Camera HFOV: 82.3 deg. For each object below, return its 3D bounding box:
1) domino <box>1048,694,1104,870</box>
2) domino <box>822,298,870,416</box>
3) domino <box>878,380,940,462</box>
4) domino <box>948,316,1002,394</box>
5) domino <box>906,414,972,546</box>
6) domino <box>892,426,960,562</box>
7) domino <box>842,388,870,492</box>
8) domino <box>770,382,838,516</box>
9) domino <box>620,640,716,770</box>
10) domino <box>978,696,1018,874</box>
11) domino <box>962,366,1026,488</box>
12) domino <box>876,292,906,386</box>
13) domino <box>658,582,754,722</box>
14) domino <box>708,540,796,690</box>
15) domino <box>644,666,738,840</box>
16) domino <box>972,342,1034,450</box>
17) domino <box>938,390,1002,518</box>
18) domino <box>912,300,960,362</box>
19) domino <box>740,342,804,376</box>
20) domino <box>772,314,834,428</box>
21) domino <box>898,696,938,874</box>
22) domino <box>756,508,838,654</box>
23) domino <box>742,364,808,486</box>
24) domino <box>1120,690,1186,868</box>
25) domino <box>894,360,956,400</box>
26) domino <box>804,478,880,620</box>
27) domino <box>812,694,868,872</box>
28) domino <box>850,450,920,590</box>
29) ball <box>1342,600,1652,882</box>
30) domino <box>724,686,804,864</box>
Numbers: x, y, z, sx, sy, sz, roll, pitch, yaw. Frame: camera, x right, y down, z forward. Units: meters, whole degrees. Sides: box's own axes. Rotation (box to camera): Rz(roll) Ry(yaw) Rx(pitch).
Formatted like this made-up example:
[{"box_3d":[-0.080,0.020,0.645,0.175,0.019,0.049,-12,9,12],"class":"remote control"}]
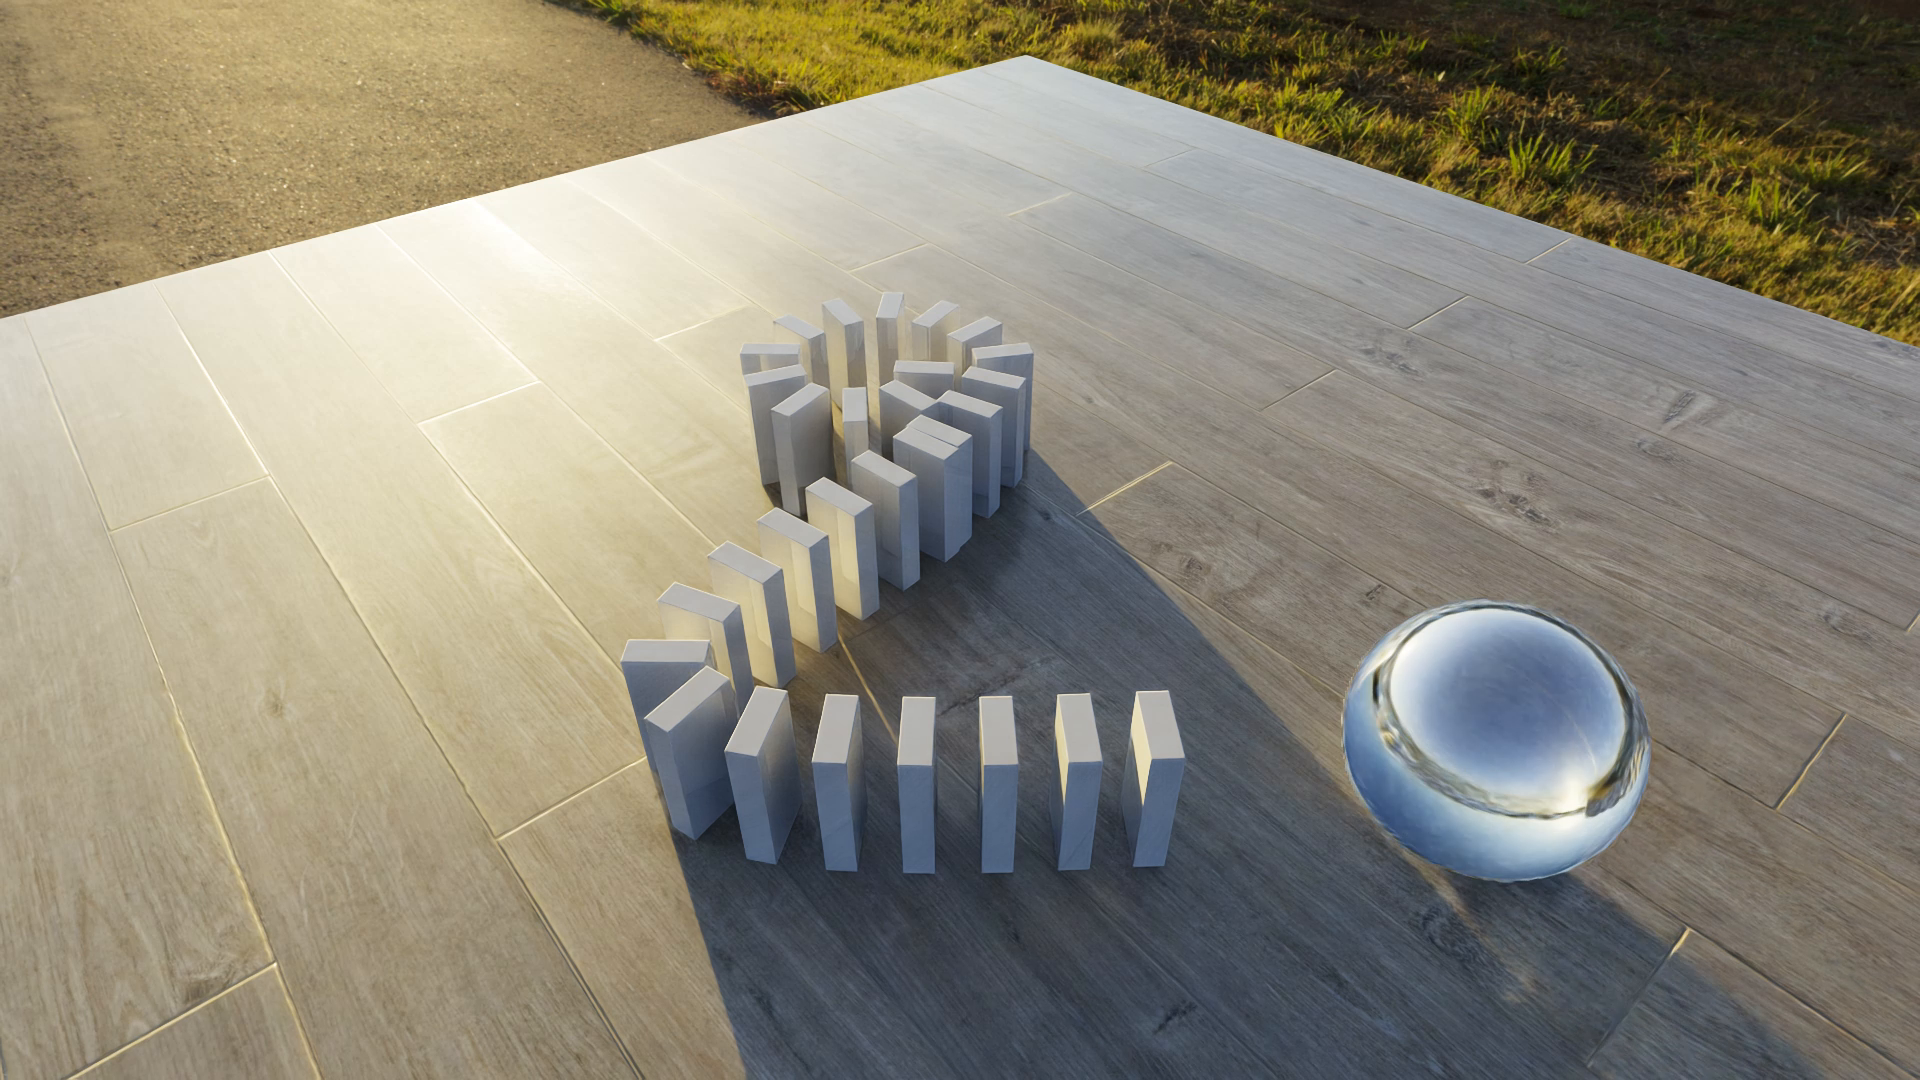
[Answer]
[{"box_3d":[0.034,0.072,0.324,0.009,0.050,0.025,-2,39,-2],"class":"domino"},{"box_3d":[-0.053,-0.084,0.514,0.010,0.050,0.025,-20,43,-22],"class":"domino"},{"box_3d":[-0.021,-0.039,0.459,0.025,0.050,0.009,31,48,32],"class":"domino"},{"box_3d":[0.007,-0.074,0.502,0.025,0.050,0.010,-31,49,-32],"class":"domino"},{"box_3d":[-0.008,-0.023,0.439,0.025,0.050,0.010,25,45,27],"class":"domino"},{"box_3d":[-0.013,-0.017,0.433,0.025,0.050,0.009,26,46,28],"class":"domino"},{"box_3d":[-0.042,-0.035,0.454,0.009,0.050,0.025,-3,39,-4],"class":"domino"},{"box_3d":[-0.064,-0.037,0.457,0.010,0.050,0.025,23,45,26],"class":"domino"},{"box_3d":[-0.089,0.053,0.347,0.025,0.050,0.009,0,39,0],"class":"domino"},{"box_3d":[0.011,0.072,0.323,0.010,0.050,0.025,-1,39,-1],"class":"domino"},{"box_3d":[0.014,-0.048,0.470,0.025,0.050,0.009,15,42,18],"class":"domino"},{"box_3d":[-0.032,-0.088,0.519,0.009,0.050,0.025,3,39,4],"class":"domino"},{"box_3d":[-0.083,0.039,0.364,0.025,0.050,0.009,16,42,19],"class":"domino"},{"box_3d":[-0.071,0.027,0.379,0.025,0.050,0.010,24,45,26],"class":"domino"},{"box_3d":[-0.078,0.065,0.332,0.010,0.050,0.025,23,45,26],"class":"domino"},{"box_3d":[0.018,-0.062,0.487,0.025,0.050,0.009,-8,40,-9],"class":"domino"},{"box_3d":[0.004,-0.035,0.454,0.025,0.050,0.010,21,44,24],"class":"domino"},{"box_3d":[-0.011,-0.083,0.513,0.009,0.050,0.025,22,44,24],"class":"domino"},{"box_3d":[-0.081,-0.063,0.488,0.025,0.050,0.009,1,39,1],"class":"domino"},{"box_3d":[-0.071,-0.075,0.504,0.025,0.050,0.010,32,49,33],"class":"domino"},{"box_3d":[-0.012,0.073,0.323,0.009,0.050,0.025,1,39,1],"class":"domino"},{"box_3d":[-0.058,0.015,0.393,0.025,0.050,0.010,26,46,28],"class":"domino"},{"box_3d":[-0.077,-0.049,0.471,0.025,0.050,0.010,-15,42,-17],"class":"domino"},{"box_3d":[0.056,0.071,0.325,0.009,0.050,0.025,-1,39,-2],"class":"domino"},{"box_3d":[-0.015,-0.053,0.476,0.025,0.050,0.010,3,39,3],"class":"domino"},{"box_3d":[-0.043,0.004,0.407,0.025,0.050,0.010,29,47,30],"class":"domino"},{"box_3d":[-0.035,0.072,0.324,0.010,0.050,0.025,2,39,3],"class":"domino"},{"box_3d":[-0.028,-0.007,0.420,0.025,0.050,0.009,30,48,31],"class":"domino"},{"box_3d":[0.153,0.057,0.318,0.080,0.080,0.080,0,39,0],"class":"ball"},{"box_3d":[-0.057,0.070,0.326,0.010,0.050,0.025,8,40,10],"class":"domino"}]
